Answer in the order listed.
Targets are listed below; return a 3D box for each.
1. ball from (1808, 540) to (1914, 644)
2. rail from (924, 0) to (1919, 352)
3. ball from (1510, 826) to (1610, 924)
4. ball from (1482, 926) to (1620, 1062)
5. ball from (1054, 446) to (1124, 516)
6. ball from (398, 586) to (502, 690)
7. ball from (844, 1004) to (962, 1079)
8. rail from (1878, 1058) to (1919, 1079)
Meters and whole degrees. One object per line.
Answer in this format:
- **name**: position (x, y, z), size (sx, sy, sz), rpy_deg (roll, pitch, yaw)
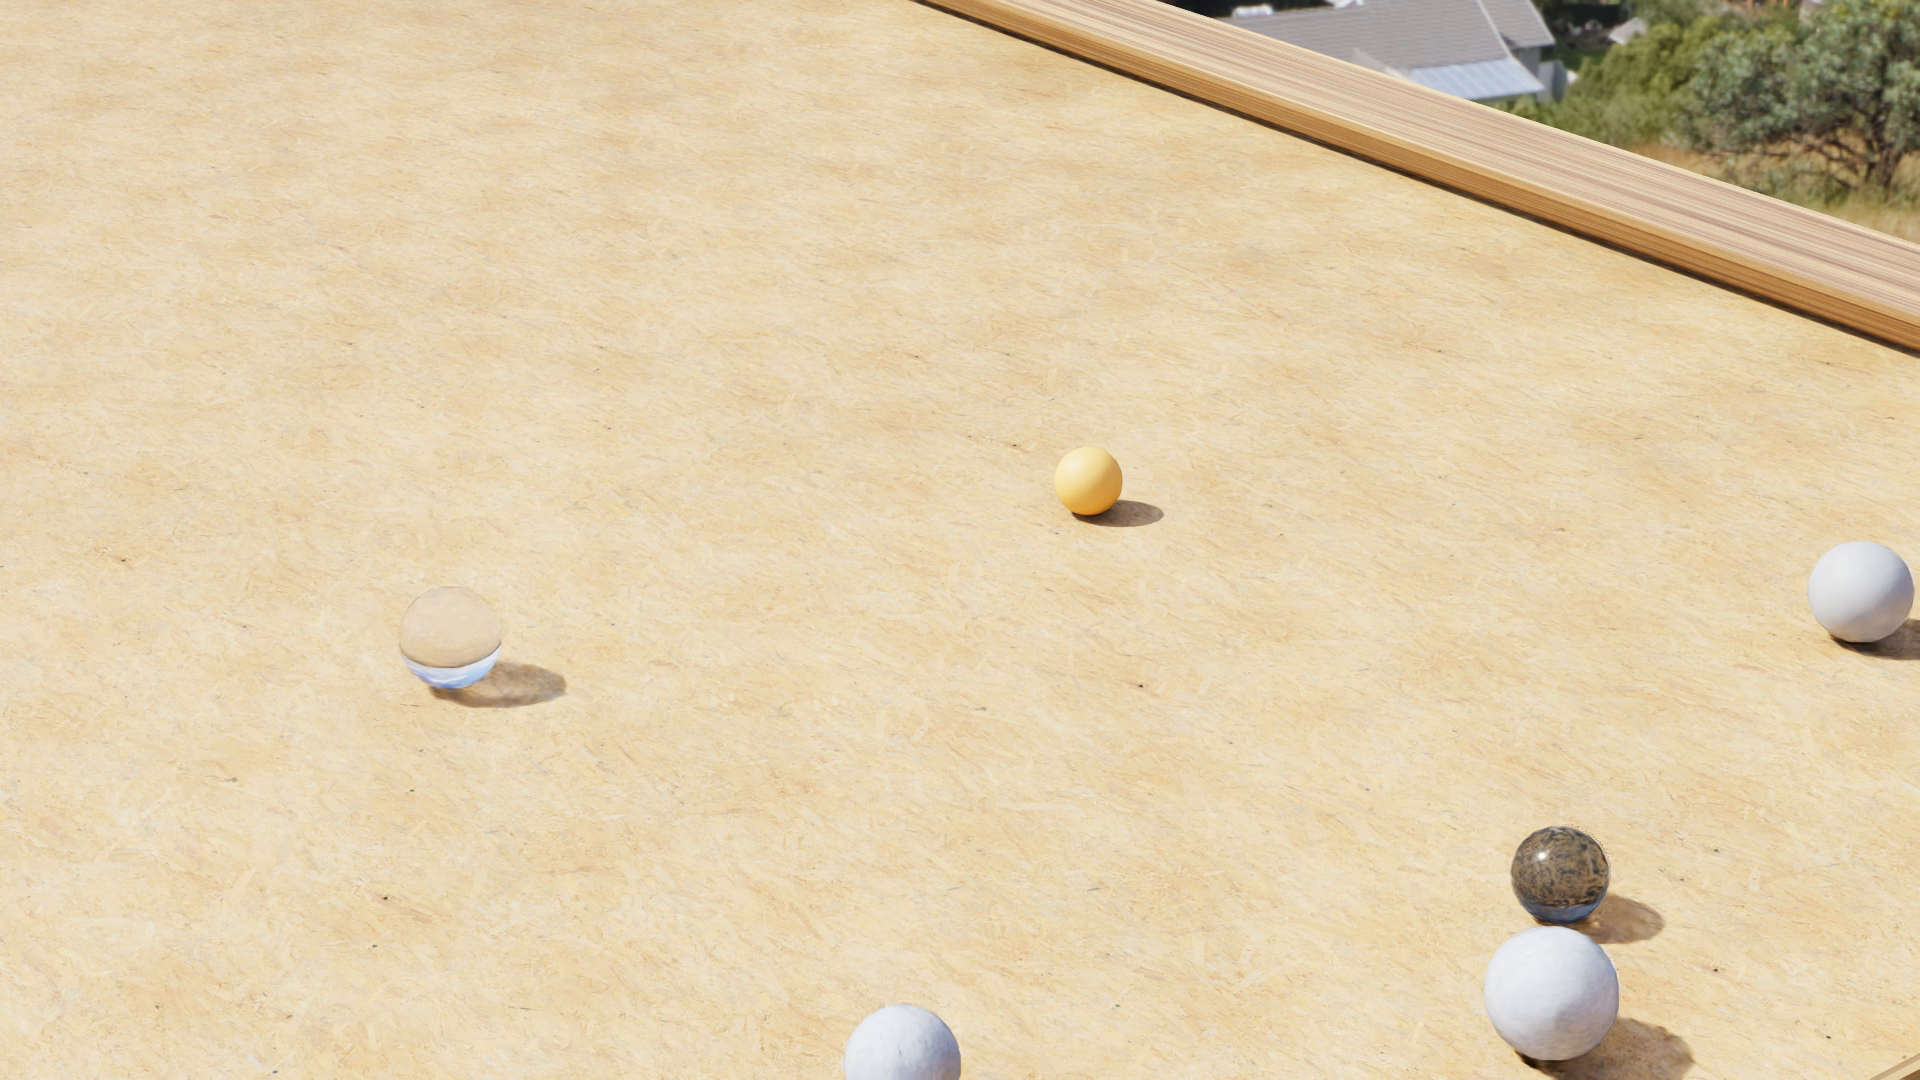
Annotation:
- **ball**: position (0.646, 0.037, 2.110), size (0.074, 0.074, 0.074), rpy_deg (0, 24, 0)
- **rail**: position (0.255, -0.552, 3.375), size (0.045, 0.097, 3.638), rpy_deg (-16, 29, -32)
- **ball**: position (0.360, 0.201, 1.767), size (0.059, 0.059, 0.059), rpy_deg (0, 24, 0)
- **ball**: position (0.329, 0.252, 1.636), size (0.075, 0.075, 0.075), rpy_deg (0, 24, 0)
- **ball**: position (0.101, -0.046, 2.317), size (0.054, 0.054, 0.054), rpy_deg (0, 24, 0)
- **ball**: position (-0.354, 0.068, 2.044), size (0.072, 0.072, 0.072), rpy_deg (0, 24, 0)
- **ball**: position (-0.031, 0.282, 1.584), size (0.063, 0.063, 0.063), rpy_deg (0, 24, 0)
- **rail**: position (0.514, 0.284, 1.536), size (1.968, 0.097, 0.045), rpy_deg (-16, 29, -32)
